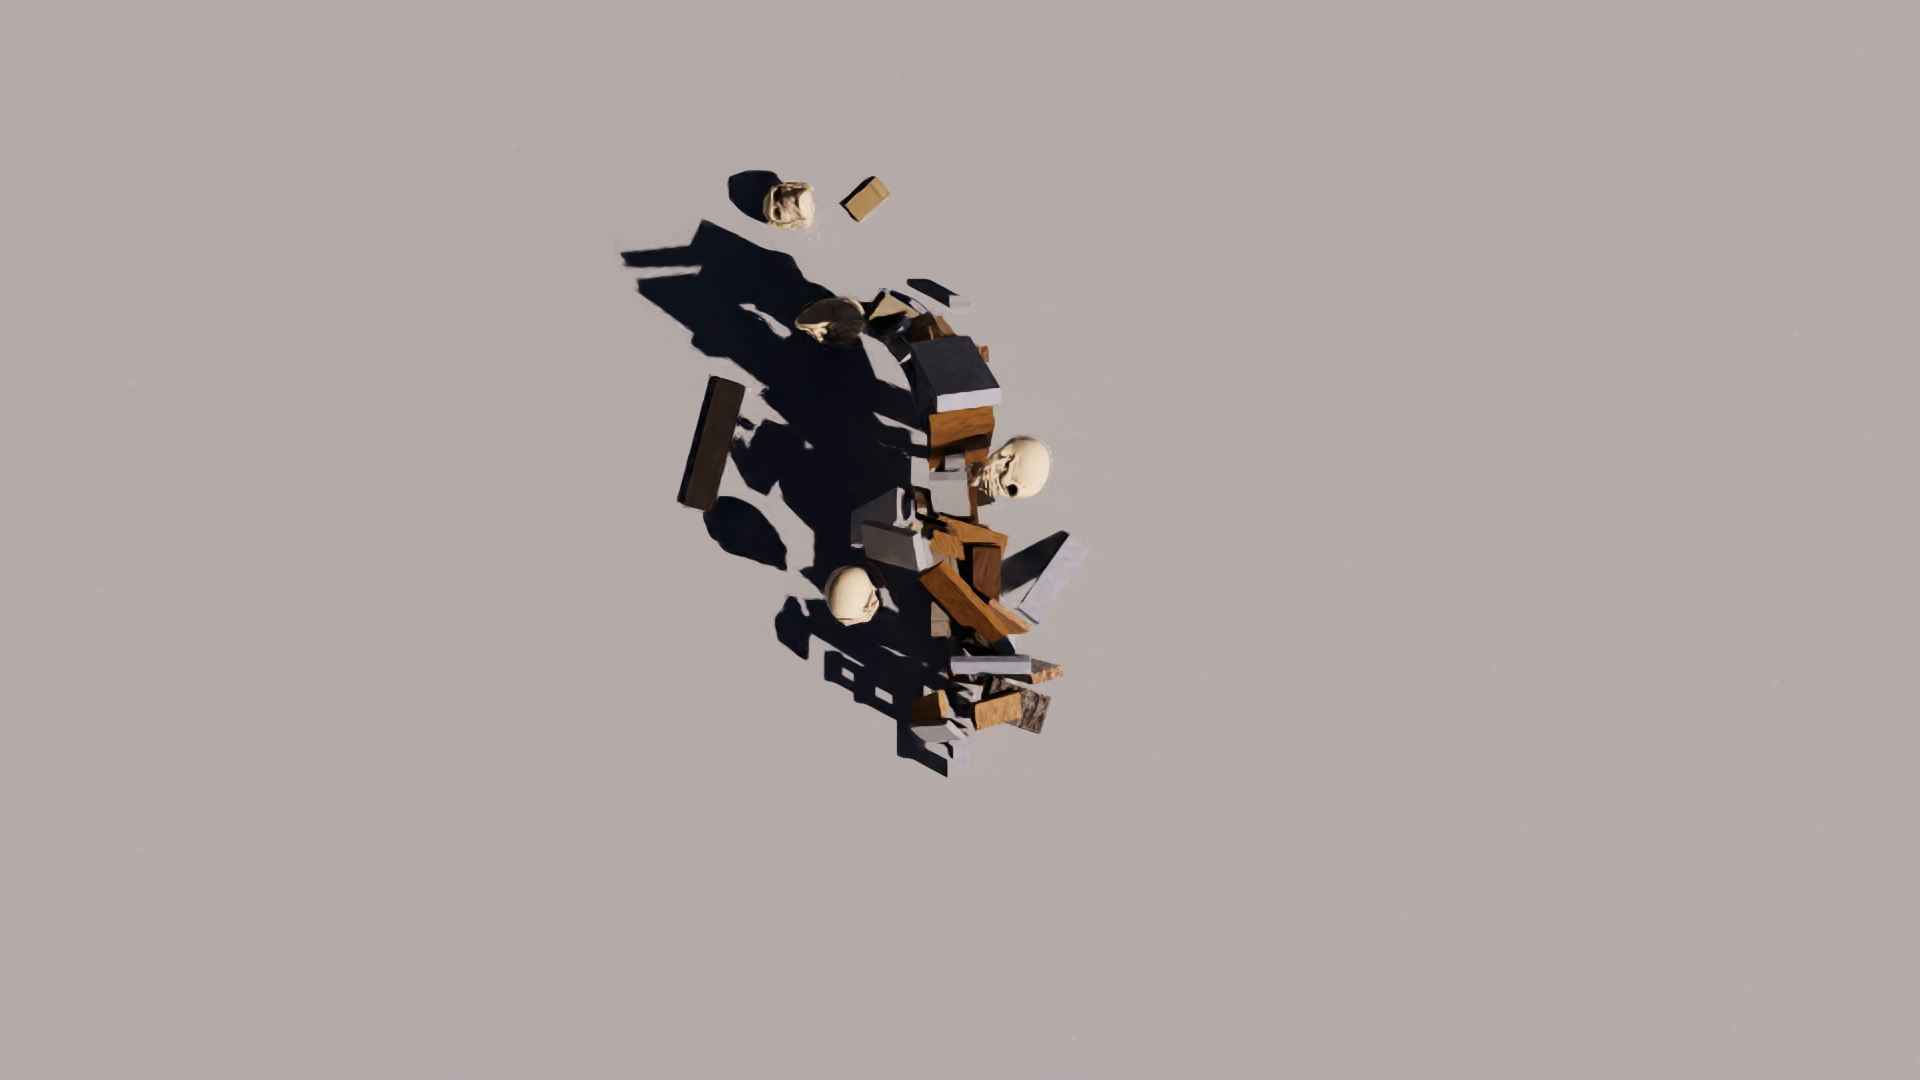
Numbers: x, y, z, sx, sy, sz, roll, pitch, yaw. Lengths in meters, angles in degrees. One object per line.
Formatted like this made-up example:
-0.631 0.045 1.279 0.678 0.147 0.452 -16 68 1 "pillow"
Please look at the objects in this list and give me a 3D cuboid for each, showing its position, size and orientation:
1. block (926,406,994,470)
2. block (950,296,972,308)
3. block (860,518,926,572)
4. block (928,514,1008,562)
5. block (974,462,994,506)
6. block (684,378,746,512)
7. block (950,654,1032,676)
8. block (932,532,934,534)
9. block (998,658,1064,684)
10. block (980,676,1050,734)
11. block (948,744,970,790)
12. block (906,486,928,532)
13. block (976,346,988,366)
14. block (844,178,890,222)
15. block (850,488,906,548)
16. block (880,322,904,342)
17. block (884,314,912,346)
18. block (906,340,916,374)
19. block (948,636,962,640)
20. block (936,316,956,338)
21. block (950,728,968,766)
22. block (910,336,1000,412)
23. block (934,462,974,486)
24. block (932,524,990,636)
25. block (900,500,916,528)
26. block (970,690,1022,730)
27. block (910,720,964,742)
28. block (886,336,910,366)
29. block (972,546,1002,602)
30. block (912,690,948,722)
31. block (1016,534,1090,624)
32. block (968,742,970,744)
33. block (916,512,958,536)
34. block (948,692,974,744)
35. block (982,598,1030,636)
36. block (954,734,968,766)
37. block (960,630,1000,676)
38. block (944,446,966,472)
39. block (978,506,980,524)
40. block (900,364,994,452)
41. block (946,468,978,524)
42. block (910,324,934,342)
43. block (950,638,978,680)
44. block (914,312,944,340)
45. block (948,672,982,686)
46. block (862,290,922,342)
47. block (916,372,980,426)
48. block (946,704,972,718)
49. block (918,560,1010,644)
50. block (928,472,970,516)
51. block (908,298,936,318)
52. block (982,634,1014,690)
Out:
-0.002 -0.291 4.756 0.176 0.477 0.050 -9 80 -3 "block"
0.001 -0.785 5.429 0.071 0.142 0.020 0 90 0 "block"
-0.204 0.015 4.992 0.033 0.234 0.117 -30 121 -38 "block"
0.026 0.009 5.082 0.225 0.032 0.113 17 90 -2 "block"
0.032 -0.186 5.142 0.114 0.229 0.032 -16 51 1 "block"
-0.815 -0.314 5.486 0.099 0.028 0.434 15 90 0 "block"
0.096 0.381 5.024 0.243 0.079 0.022 -2 58 7 "block"
-0.001 0.004 5.325 0.174 0.347 0.049 1 96 0 "block"
0.206 0.407 5.178 0.118 0.236 0.033 -12 101 -32 "block"
0.165 0.508 5.079 0.236 0.033 0.118 23 80 -34 "block"
-0.002 0.734 5.340 0.075 0.021 0.149 0 90 0 "block"
-0.152 -0.039 5.097 0.032 0.113 0.225 8 123 -17 "block"
0.001 -0.592 5.324 0.175 0.350 0.050 0 94 0 "block"
-0.307 -1.133 5.490 0.142 0.020 0.071 -42 90 0 "block"
-0.255 -0.068 5.110 0.033 0.234 0.117 21 59 -35 "block"
-0.200 -0.612 4.862 0.054 0.108 0.015 -44 112 -3 "block"
-0.187 -0.620 4.939 0.015 0.054 0.108 25 83 30 "block"
-0.109 -0.553 5.081 0.099 0.028 0.197 -36 91 0 "block"
0.060 0.312 5.384 0.104 0.208 0.029 -1 90 -32 "block"
-0.037 -0.562 4.968 0.107 0.030 0.214 -37 76 4 "block"
-0.005 0.650 5.188 0.058 0.016 0.116 0 90 0 "block"
-0.017 -0.468 4.610 0.176 0.352 0.050 -8 122 -11 "block"
-0.012 -0.282 5.012 0.114 0.032 0.229 6 99 -4 "block"
0.001 0.122 5.125 0.174 0.049 0.347 1 91 -1 "block"
-0.172 -0.069 5.055 0.017 0.123 0.062 14 58 -25 "block"
0.110 0.516 5.000 0.163 0.023 0.081 -13 107 -30 "block"
-0.071 0.580 5.015 0.081 0.163 0.023 45 55 -30 "block"
-0.176 -0.561 4.845 0.015 0.108 0.054 30 106 -41 "block"
0.082 0.104 5.063 0.085 0.024 0.170 2 107 2 "block"
-0.093 0.519 5.052 0.023 0.163 0.081 4 69 -31 "block"
0.308 0.127 5.418 0.085 0.024 0.329 38 65 -3 "block"
-0.002 0.684 5.425 0.075 0.149 0.021 0 90 0 "block"
-0.068 -0.045 4.844 0.123 0.062 0.017 19 77 38 "block"
0.003 0.571 5.324 0.082 0.023 0.165 0 90 0 "block"
0.127 0.235 5.072 0.170 0.085 0.024 36 61 -27 "block"
0.003 0.649 5.076 0.048 0.014 0.096 0 90 0 "block"
0.077 0.351 5.079 0.158 0.079 0.022 47 50 -15 "block"
-0.016 -0.234 4.876 0.062 0.258 0.017 -9 80 -2 "block"
0.006 -0.129 5.260 0.113 0.032 0.226 1 89 0 "block"
-0.041 -0.412 5.121 0.175 0.050 0.350 -22 91 0 "block"
-0.005 -0.129 5.143 0.114 0.229 0.032 -6 51 -1 "block"
-0.110 -0.581 4.889 0.063 0.018 0.125 -24 47 18 "block"
0.013 0.375 5.153 0.022 0.158 0.079 -25 59 3 "block"
-0.092 -0.625 4.938 0.063 0.145 0.018 -32 134 9 "block"
0.060 0.451 5.384 0.104 0.208 0.029 -1 90 -32 "block"
-0.196 -0.669 4.954 0.099 0.197 0.028 -53 51 11 "block"
-0.034 -0.457 4.783 0.176 0.352 0.050 -20 120 8 "block"
0.001 0.537 5.168 0.118 0.285 0.033 2 86 0 "block"
0.012 0.197 5.032 0.297 0.117 0.033 47 50 -8 "block"
-0.031 -0.139 5.032 0.112 0.225 0.032 0 63 4 "block"
-0.105 -0.746 5.463 0.142 0.071 0.020 40 100 0 "block"
0.124 0.381 5.284 0.104 0.029 0.208 0 90 -32 "block"
